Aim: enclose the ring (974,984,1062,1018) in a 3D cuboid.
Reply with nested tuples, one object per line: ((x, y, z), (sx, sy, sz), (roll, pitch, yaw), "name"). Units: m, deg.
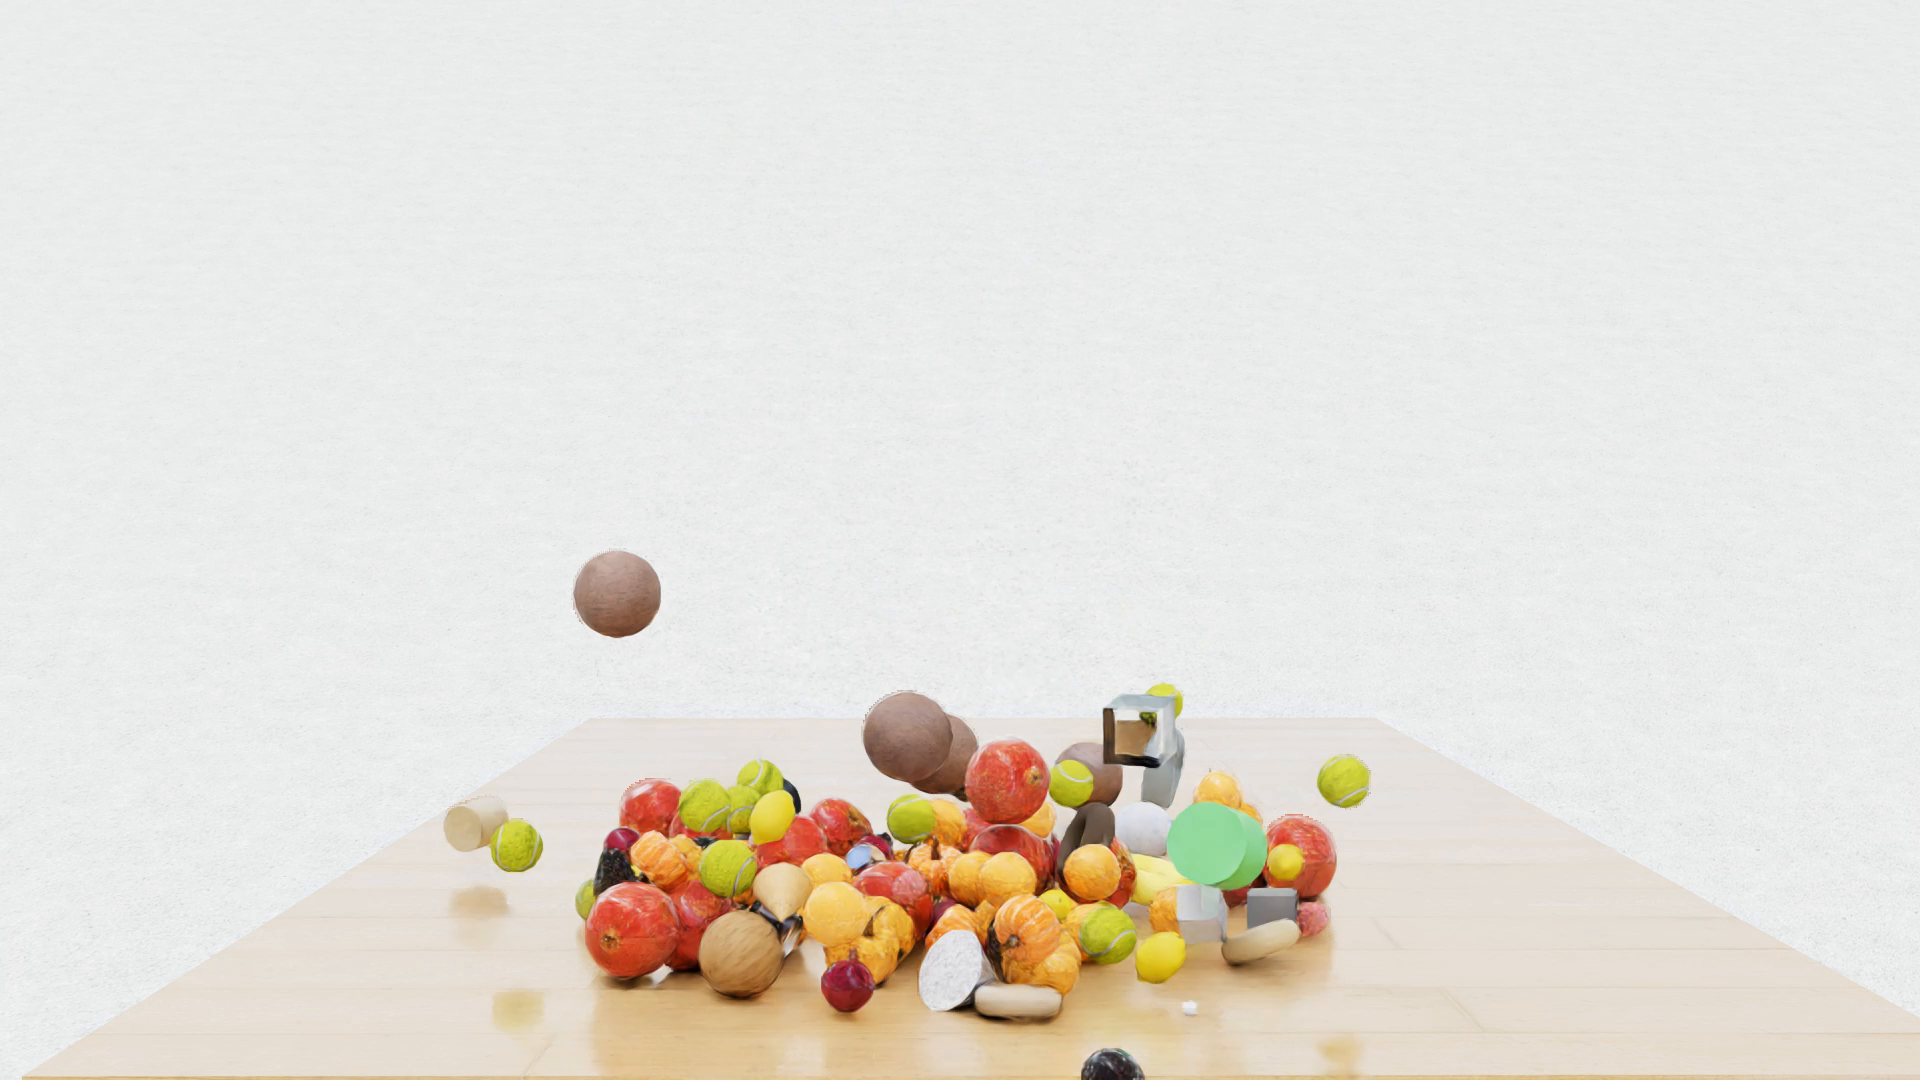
((0.065, 0.511, 2.859), (0.098, 0.033, 0.098), (1, -6, 0), "ring")

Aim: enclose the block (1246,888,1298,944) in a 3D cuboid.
((0.406, 0.488, 3.353), (0.062, 0.062, 0.062), (0, 1, 11), "block")

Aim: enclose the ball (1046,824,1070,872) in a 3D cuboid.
((0.170, 0.467, 3.884), (0.082, 0.082, 0.082), (0, 27, 0), "ball")

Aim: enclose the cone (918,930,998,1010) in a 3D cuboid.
((0.021, 0.506, 2.940), (0.096, 0.096, 0.096), (33, 5, -37), "cone")

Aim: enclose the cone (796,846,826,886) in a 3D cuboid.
((-0.244, 0.496, 3.796), (0.065, 0.065, 0.065), (-30, 37, -24), "cone")

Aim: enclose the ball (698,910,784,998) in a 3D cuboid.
((-0.252, 0.477, 2.973), (0.100, 0.100, 0.100), (0, 27, 0), "ball")

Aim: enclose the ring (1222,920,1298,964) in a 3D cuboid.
((0.369, 0.494, 3.175), (0.099, 0.033, 0.099), (-20, -6, -2), "ring")

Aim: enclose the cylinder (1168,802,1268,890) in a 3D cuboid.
((0.310, 0.369, 3.106), (0.098, 0.098, 0.098), (13, -7, 25), "cylinder")

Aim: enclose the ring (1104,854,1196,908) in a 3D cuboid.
((0.267, 0.479, 3.623), (0.137, 0.046, 0.137), (13, 8, -2), "ring")

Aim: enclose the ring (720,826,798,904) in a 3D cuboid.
((-0.286, 0.460, 3.661), (0.122, 0.041, 0.122), (-16, 47, 19), "ring")

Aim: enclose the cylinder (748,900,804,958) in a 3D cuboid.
((-0.229, 0.472, 3.147), (0.057, 0.057, 0.057), (24, 33, 15), "cylinder")

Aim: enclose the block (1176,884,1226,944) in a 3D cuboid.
((0.298, 0.460, 3.179), (0.052, 0.052, 0.052), (-6, 48, 14), "block")

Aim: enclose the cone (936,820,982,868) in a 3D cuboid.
((-0.011, 0.489, 4.020), (0.074, 0.074, 0.074), (7, 35, 13), "cone")

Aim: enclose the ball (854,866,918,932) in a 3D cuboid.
((-0.098, 0.475, 3.419), (0.085, 0.085, 0.085), (0, 27, 0), "ball")

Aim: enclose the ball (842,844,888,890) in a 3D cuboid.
((-0.122, 0.423, 3.329), (0.060, 0.060, 0.060), (0, 27, 0), "ball")

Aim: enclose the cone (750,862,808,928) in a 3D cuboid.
((-0.205, 0.419, 2.967), (0.069, 0.069, 0.069), (-4, 41, -8), "cone")

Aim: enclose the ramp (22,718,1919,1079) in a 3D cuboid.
((0.060, 0.544, 4.580), (2.000, 0.100, 4.000), (0, 1, 0), "ramp")

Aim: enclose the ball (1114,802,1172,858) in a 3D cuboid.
((0.287, 0.457, 4.036), (0.096, 0.096, 0.096), (0, 27, 0), "ball")

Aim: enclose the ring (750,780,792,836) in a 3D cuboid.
((-0.286, 0.436, 3.909), (0.048, 0.143, 0.143), (-5, 27, -13), "ring")

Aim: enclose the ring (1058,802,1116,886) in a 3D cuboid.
((0.168, 0.406, 3.445), (0.040, 0.120, 0.120), (25, 24, -12), "ring")

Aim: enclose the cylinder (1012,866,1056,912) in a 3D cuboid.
((0.102, 0.485, 3.583), (0.058, 0.058, 0.058), (3, -1, 5), "cylinder")

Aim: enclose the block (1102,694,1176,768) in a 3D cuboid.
((0.226, 0.239, 3.244), (0.072, 0.072, 0.072), (3, 13, 23), "block")

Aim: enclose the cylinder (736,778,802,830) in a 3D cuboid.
((-0.321, 0.448, 4.329), (0.078, 0.078, 0.078), (-29, 3, 42), "cylinder")

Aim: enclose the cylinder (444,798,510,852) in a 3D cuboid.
((-0.748, 0.440, 3.992), (0.072, 0.072, 0.072), (13, 12, 24), "cylinder")
